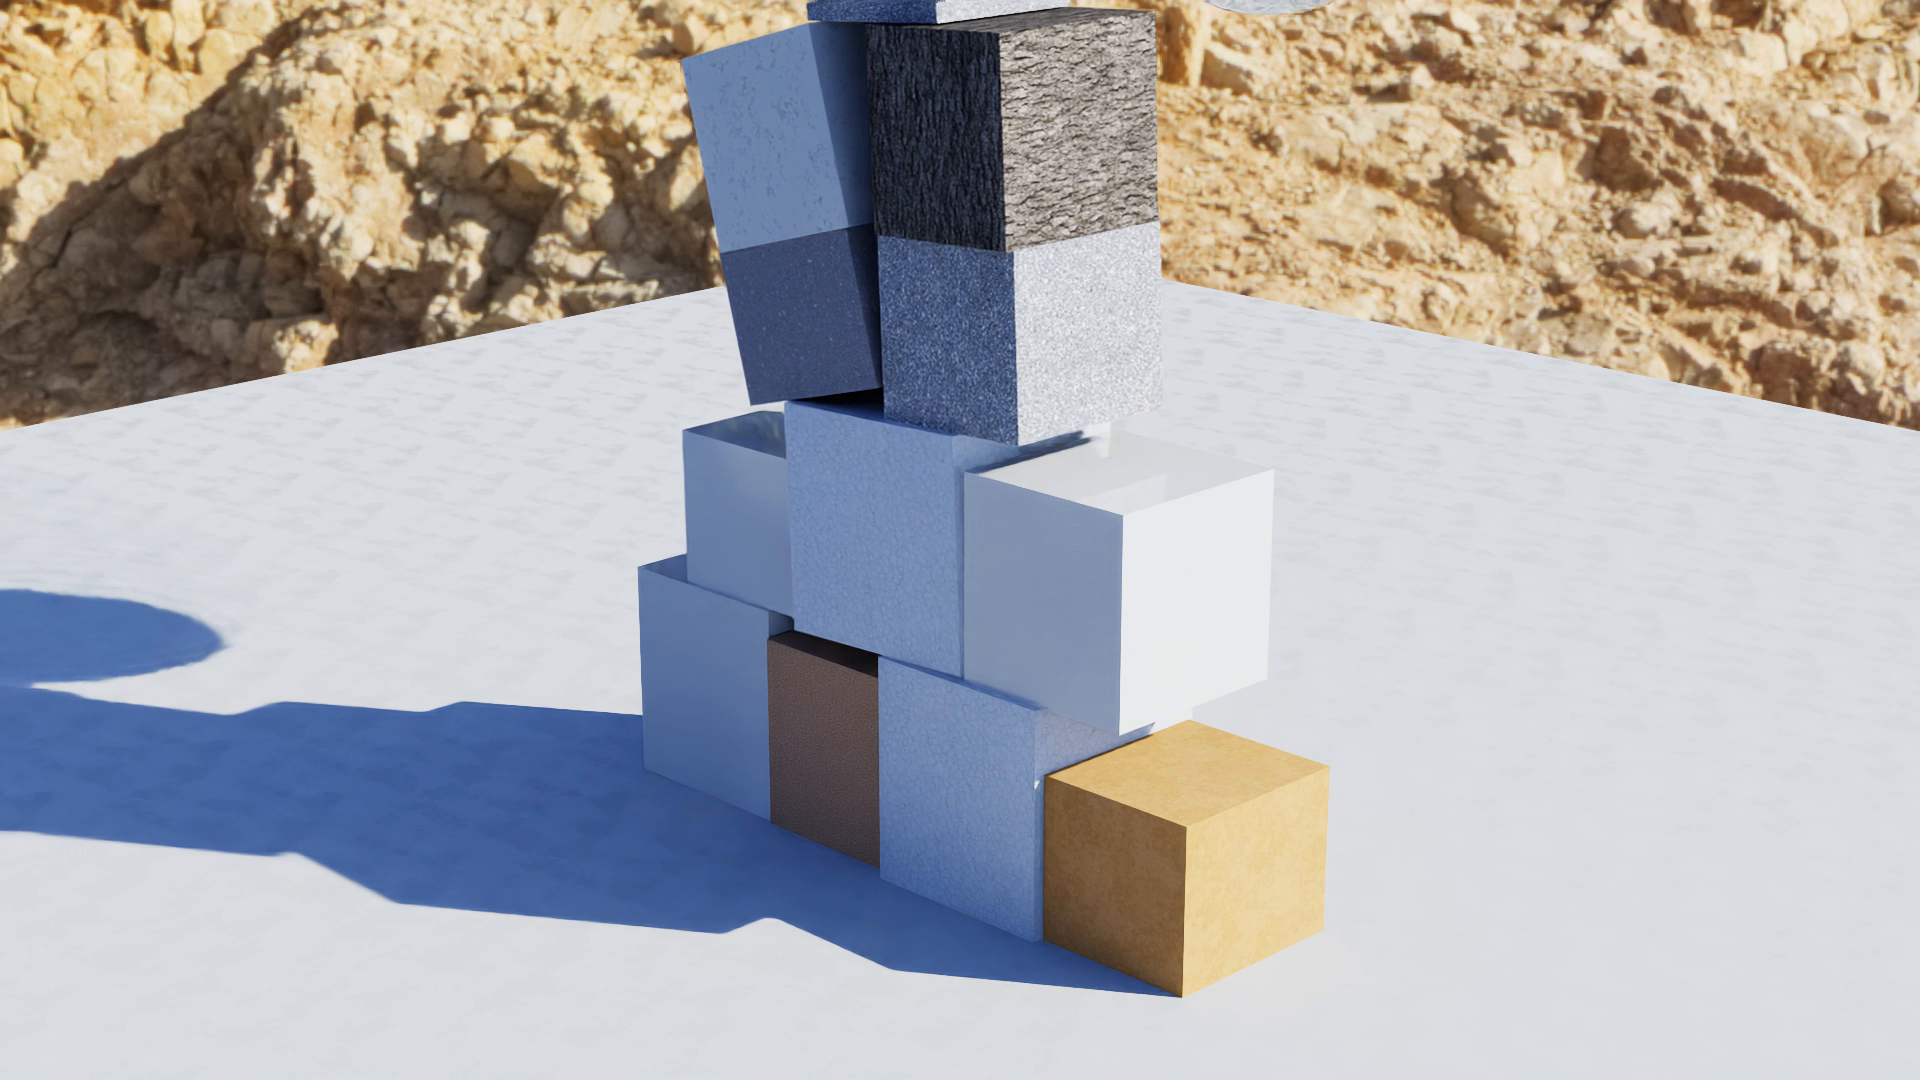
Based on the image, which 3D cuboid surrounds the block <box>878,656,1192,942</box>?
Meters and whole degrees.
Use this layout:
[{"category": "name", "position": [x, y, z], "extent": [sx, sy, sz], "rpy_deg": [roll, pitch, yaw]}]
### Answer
[{"category": "block", "position": [0.342, 1.028, 13.278], "extent": [1.031, 1.077, 0.968], "rpy_deg": [-17, 24, -42]}]

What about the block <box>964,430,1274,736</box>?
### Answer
[{"category": "block", "position": [0.681, 0.157, 12.661], "extent": [0.964, 0.955, 0.911], "rpy_deg": [-17, 24, -42]}]

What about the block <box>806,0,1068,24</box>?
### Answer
[{"category": "block", "position": [-0.120, -2.739, 12.603], "extent": [0.803, 0.940, 0.802], "rpy_deg": [-17, 20, -42]}]

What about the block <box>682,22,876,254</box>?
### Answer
[{"category": "block", "position": [-0.524, -1.871, 13.319], "extent": [0.987, 0.890, 0.897], "rpy_deg": [-17, 8, -42]}]

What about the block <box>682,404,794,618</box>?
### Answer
[{"category": "block", "position": [-0.732, -0.162, 14.047], "extent": [0.848, 0.761, 0.813], "rpy_deg": [16, 24, 43]}]

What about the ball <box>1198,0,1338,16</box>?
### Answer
[{"category": "ball", "position": [1.467, -3.287, 13.846], "extent": [1.600, 1.600, 1.600], "rpy_deg": [0, 17, 0]}]

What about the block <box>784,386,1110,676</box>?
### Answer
[{"category": "block", "position": [-0.046, -0.118, 13.340], "extent": [0.995, 1.078, 1.081], "rpy_deg": [-17, 21, -42]}]

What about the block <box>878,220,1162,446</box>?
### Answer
[{"category": "block", "position": [0.268, -0.955, 12.759], "extent": [0.912, 0.826, 0.818], "rpy_deg": [-17, 21, -42]}]

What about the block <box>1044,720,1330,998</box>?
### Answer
[{"category": "block", "position": [0.980, 1.361, 12.725], "extent": [0.943, 0.774, 0.802], "rpy_deg": [-17, 24, -42]}]

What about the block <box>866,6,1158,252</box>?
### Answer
[{"category": "block", "position": [0.230, -1.777, 12.511], "extent": [0.947, 0.893, 0.789], "rpy_deg": [-17, 21, -42]}]

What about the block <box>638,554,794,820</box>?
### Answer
[{"category": "block", "position": [-0.942, 0.650, 14.506], "extent": [0.846, 1.061, 0.970], "rpy_deg": [-17, 24, -42]}]

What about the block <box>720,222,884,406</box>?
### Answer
[{"category": "block", "position": [-0.414, -1.081, 13.407], "extent": [0.890, 0.711, 0.885], "rpy_deg": [-17, 8, -42]}]

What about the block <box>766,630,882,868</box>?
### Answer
[{"category": "block", "position": [-0.290, 0.900, 13.921], "extent": [0.917, 0.935, 0.826], "rpy_deg": [-17, 24, -42]}]
